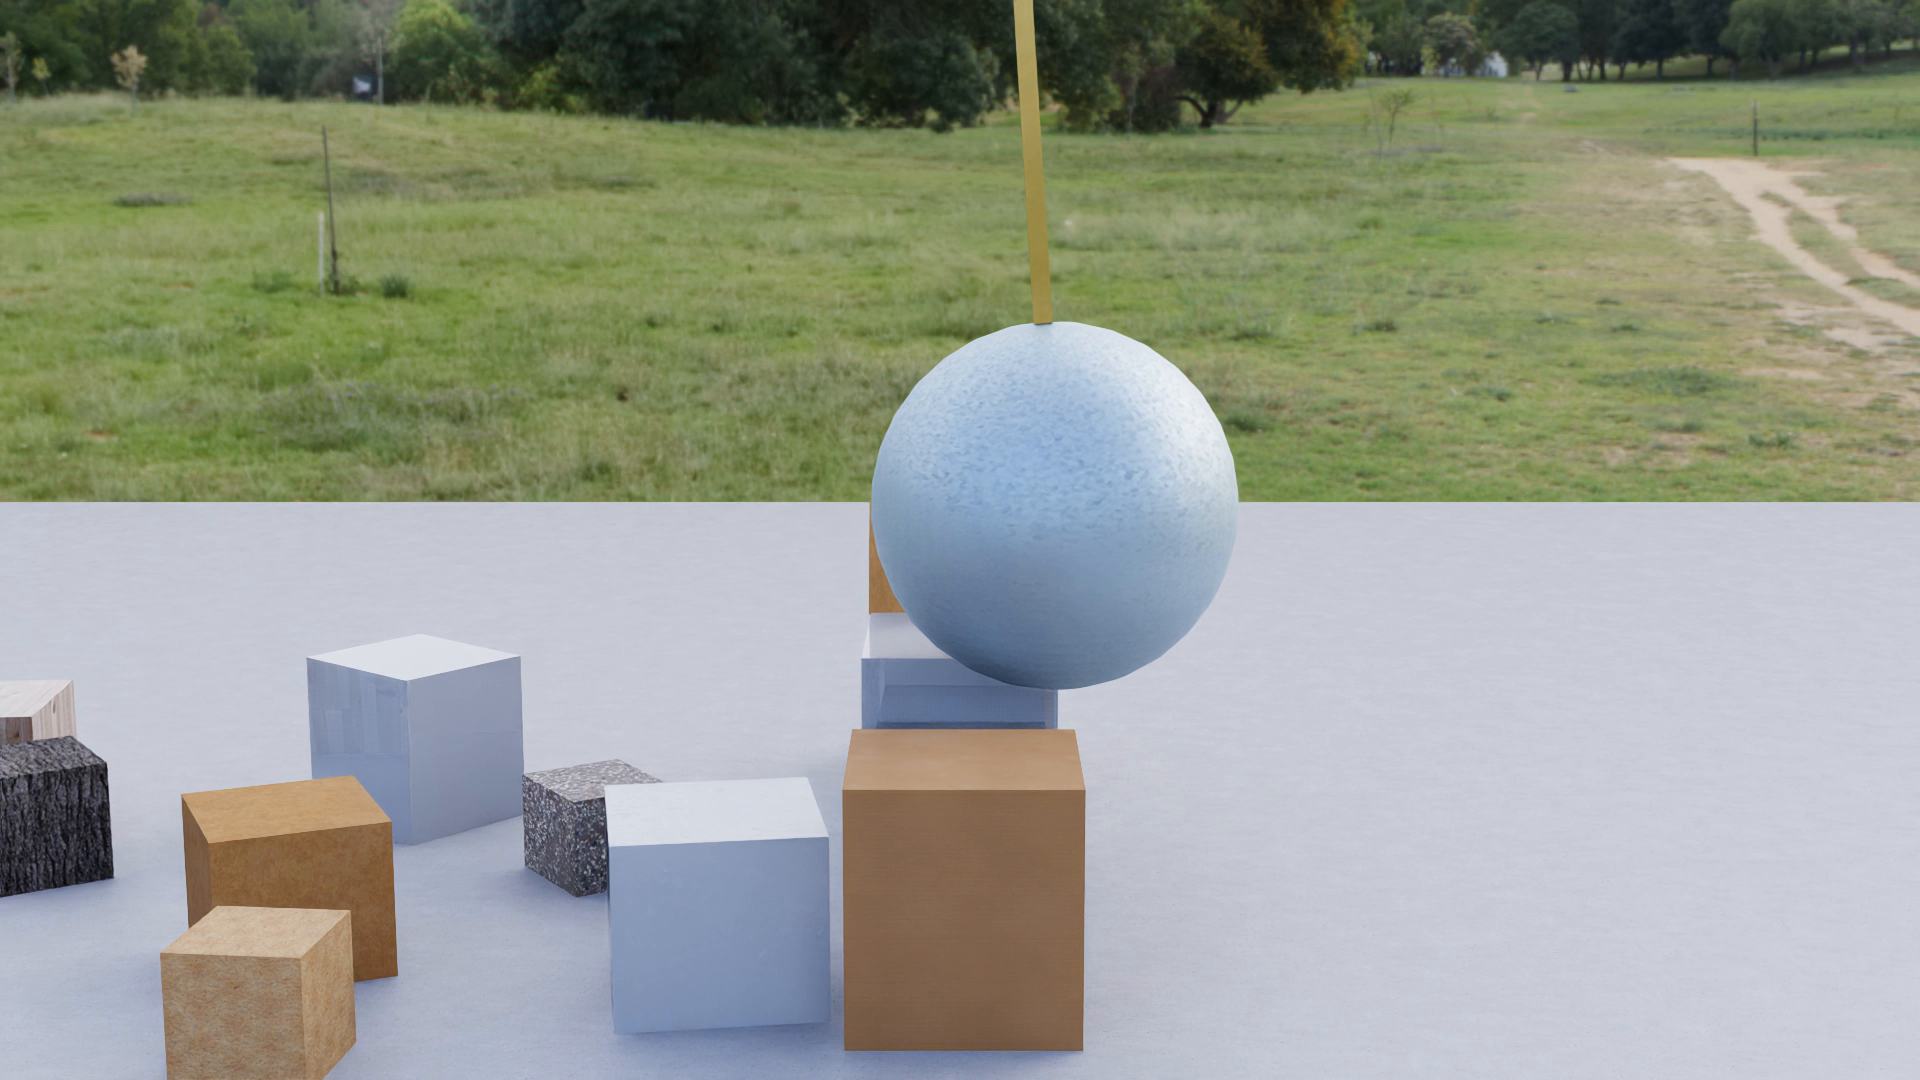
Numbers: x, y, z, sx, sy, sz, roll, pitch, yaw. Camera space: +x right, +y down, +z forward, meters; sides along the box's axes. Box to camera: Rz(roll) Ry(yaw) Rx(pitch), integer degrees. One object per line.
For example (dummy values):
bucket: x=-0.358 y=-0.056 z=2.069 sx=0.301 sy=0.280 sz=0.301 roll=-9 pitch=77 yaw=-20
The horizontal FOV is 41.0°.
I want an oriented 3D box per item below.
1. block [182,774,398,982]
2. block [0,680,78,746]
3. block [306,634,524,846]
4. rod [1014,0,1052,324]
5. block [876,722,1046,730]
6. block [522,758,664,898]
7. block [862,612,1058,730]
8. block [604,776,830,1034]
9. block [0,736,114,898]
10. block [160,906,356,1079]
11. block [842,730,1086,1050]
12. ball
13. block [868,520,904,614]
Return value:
block: x=-2.684 y=1.373 z=10.249 sx=0.692 sy=0.631 sz=0.742 roll=-5 pitch=11 yaw=-24
block: x=-4.606 y=1.052 z=12.008 sx=0.744 sy=0.633 sz=0.724 roll=-1 pitch=10 yaw=-4
block: x=-2.591 y=0.936 z=12.235 sx=0.751 sy=0.781 sz=0.675 roll=9 pitch=13 yaw=39
rod: x=0.178 y=-3.486 z=10.547 sx=0.080 sy=5.200 sz=0.080 roll=-4 pitch=10 yaw=1
block: x=0.005 y=1.188 z=11.326 sx=0.761 sy=0.611 sz=0.687 roll=0 pitch=10 yaw=0
block: x=-1.608 y=1.270 z=11.388 sx=0.472 sy=0.426 sz=0.537 roll=-7 pitch=12 yaw=-33
block: x=0.004 y=0.890 z=12.146 sx=0.889 sy=0.904 sz=0.999 roll=0 pitch=10 yaw=1
block: x=-0.948 y=1.391 z=9.901 sx=0.807 sy=0.721 sz=0.828 roll=-2 pitch=10 yaw=-9
block: x=-4.126 y=1.221 z=11.380 sx=0.547 sy=0.526 sz=0.576 roll=-7 pitch=12 yaw=-33
block: x=-2.494 y=1.637 z=9.153 sx=0.502 sy=0.505 sz=0.514 roll=1 pitch=10 yaw=6
block: x=0.014 y=1.299 z=9.675 sx=0.870 sy=0.983 sz=0.863 roll=0 pitch=10 yaw=0
ball: x=0.411 y=-0.149 z=11.153 sx=1.600 sy=1.600 sz=1.600 roll=0 pitch=10 yaw=0
block: x=-0.021 y=0.085 z=12.775 sx=0.597 sy=0.567 sz=0.667 roll=3 pitch=-4 yaw=-35
